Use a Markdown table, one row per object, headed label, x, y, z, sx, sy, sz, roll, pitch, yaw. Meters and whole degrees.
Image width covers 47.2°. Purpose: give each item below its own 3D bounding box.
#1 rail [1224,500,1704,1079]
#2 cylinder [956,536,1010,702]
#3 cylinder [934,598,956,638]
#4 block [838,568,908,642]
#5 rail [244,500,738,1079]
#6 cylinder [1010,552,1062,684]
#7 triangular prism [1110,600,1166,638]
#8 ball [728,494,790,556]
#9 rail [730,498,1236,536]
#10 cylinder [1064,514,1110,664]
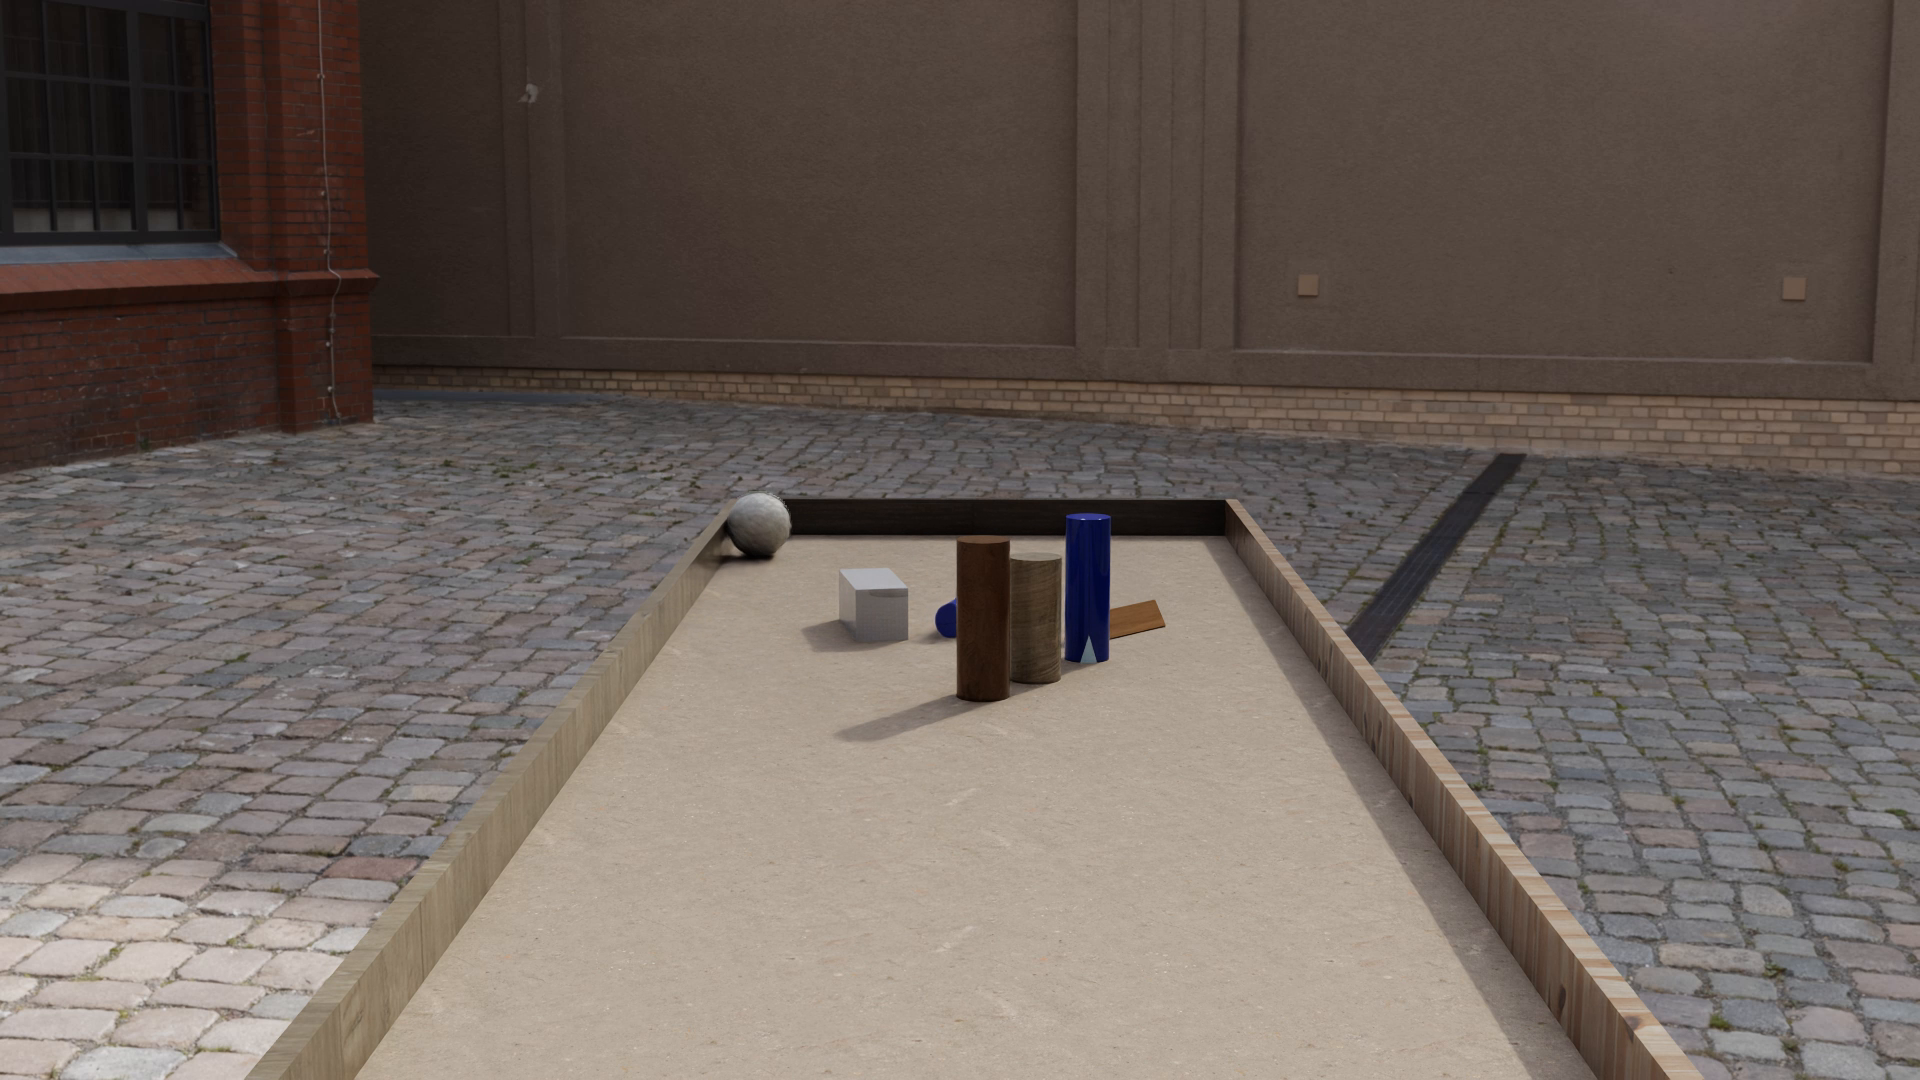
| label | x | y | z | sx | sy | sz | roll | pitch | yaw |
| --- | --- | --- | --- | --- | --- | --- | --- | --- | --- |
| rail | 1.046 | 0.843 | 3.208 | 0.050 | 0.150 | 12.000 | 0 | 9 | 1 |
| cylinder | 0.065 | 0.220 | 6.187 | 0.151 | 0.449 | 0.151 | 0 | 9 | 0 |
| cylinder | 0.033 | 0.228 | 7.212 | 0.112 | 0.112 | 0.403 | 3 | 9 | 17 |
| block | -0.284 | 0.208 | 7.158 | 0.168 | 0.168 | 0.386 | -2 | 9 | -11 |
| rail | -1.004 | 0.839 | 3.234 | 0.050 | 0.150 | 12.000 | 0 | 9 | 1 |
| cylinder | 0.219 | 0.227 | 6.415 | 0.154 | 0.363 | 0.154 | 0 | 9 | 0 |
| triangular prism | 0.503 | 0.260 | 7.093 | 0.095 | 0.083 | 0.402 | 9 | 12 | 42 |
| ball | -0.785 | -0.059 | 8.591 | 0.247 | 0.247 | 0.247 | 0 | 9 | 0 |
| rail | 0.099 | -0.098 | 9.147 | 2.100 | 0.150 | 0.050 | 0 | 9 | 1 |
| cylinder | 0.388 | 0.146 | 6.692 | 0.137 | 0.438 | 0.137 | 0 | 9 | 0 |
